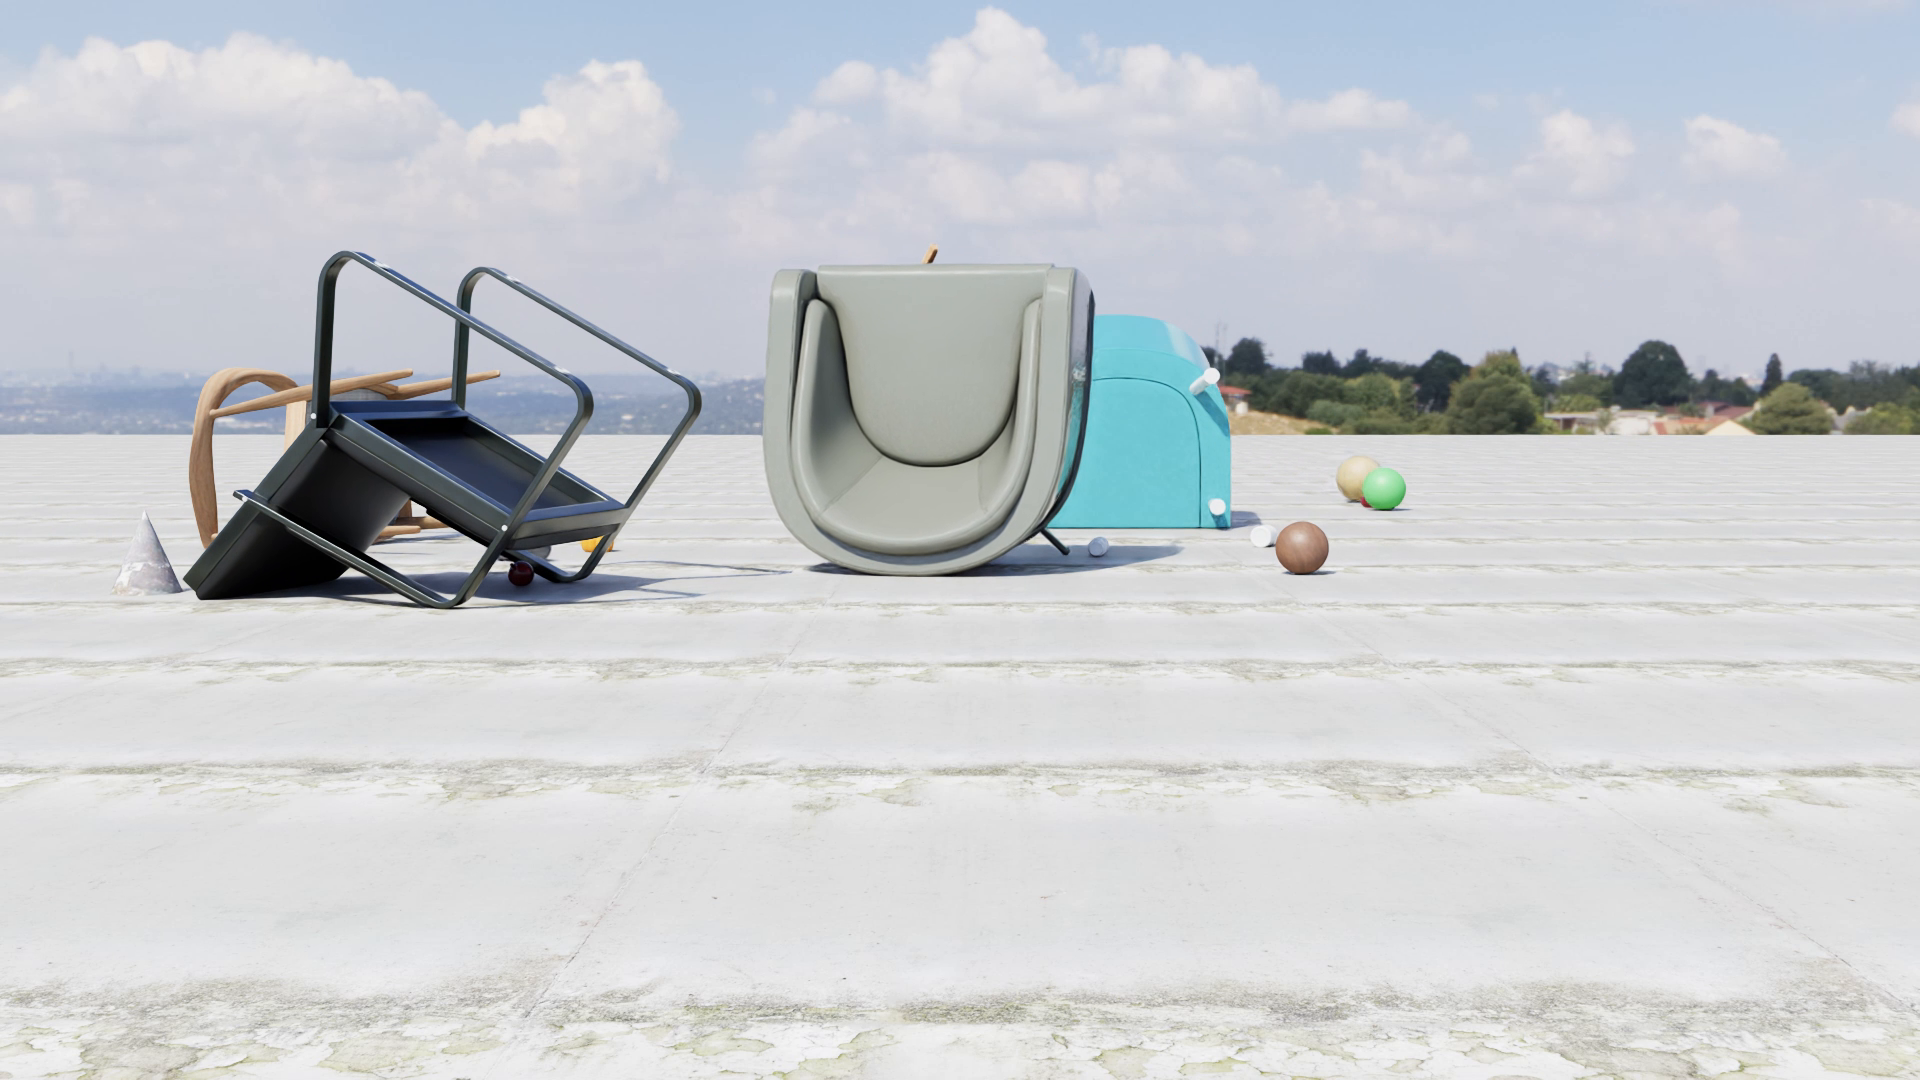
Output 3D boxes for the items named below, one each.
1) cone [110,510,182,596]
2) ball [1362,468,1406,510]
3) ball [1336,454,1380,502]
[{"bbox_3d":[-1.791,0.025,4.838,0.133,0.185,0.157,3,5,41],"label":"cone"},{"bbox_3d":[1.569,-0.189,8.133,0.160,0.160,0.160,0,4,0],"label":"ball"},{"bbox_3d":[1.587,-0.244,8.729,0.188,0.188,0.188,0,4,0],"label":"ball"}]
